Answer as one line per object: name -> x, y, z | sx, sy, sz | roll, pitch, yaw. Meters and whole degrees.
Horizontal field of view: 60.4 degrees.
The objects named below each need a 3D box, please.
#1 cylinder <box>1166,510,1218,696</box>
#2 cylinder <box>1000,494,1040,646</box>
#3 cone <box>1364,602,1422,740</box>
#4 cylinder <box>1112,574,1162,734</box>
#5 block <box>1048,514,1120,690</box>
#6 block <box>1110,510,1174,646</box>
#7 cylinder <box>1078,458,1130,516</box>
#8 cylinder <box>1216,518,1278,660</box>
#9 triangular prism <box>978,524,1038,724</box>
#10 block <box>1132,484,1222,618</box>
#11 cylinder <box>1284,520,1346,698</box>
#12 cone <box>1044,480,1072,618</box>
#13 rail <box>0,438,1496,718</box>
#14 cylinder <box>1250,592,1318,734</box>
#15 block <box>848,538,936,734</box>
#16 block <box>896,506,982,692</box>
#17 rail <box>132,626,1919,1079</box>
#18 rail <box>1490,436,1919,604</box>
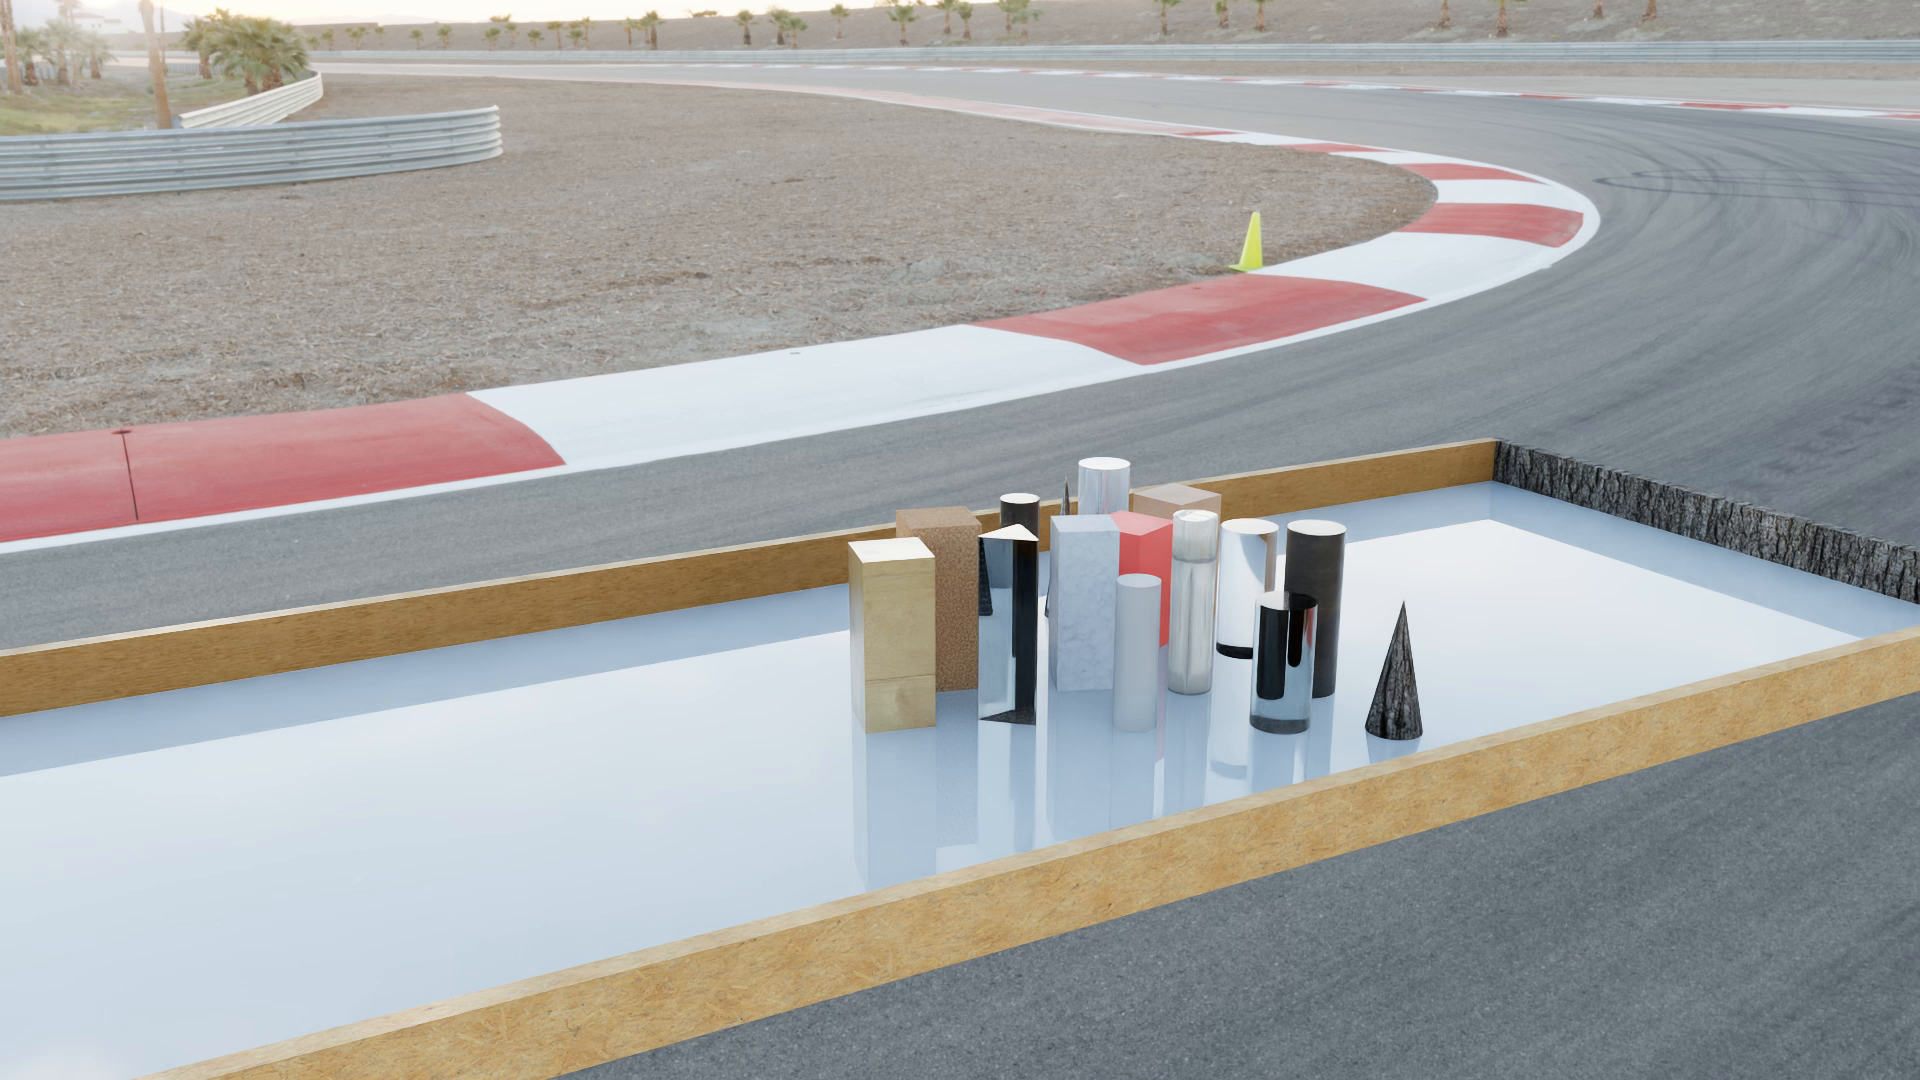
cylinder -> 0.569, 0.154, 4.042 | 0.107, 0.445, 0.107 | 0, 16, 0
cylinder -> 0.156, 0.086, 4.346 | 0.103, 0.405, 0.103 | 0, 16, 0
cone -> 1.013, 0.287, 3.806 | 0.132, 0.323, 0.132 | 0, 16, 0
cylinder -> 0.410, 0.263, 3.828 | 0.104, 0.356, 0.104 | 0, 16, 0
block -> 0.306, 0.155, 4.103 | 0.147, 0.409, 0.147 | -1, 16, -5
block -> 0.447, 0.115, 4.373 | 0.177, 0.334, 0.177 | 13, 21, 37
cylinder -> 0.420, -0.046, 4.853 | 0.149, 0.370, 0.149 | 0, 16, 0
cylinder -> 0.751, 0.127, 4.318 | 0.146, 0.340, 0.146 | 0, 16, 0
triangular prism -> 0.124, 0.196, 3.885 | 0.140, 0.452, 0.121 | 4, 17, 13
block -> 0.597, 0.044, 4.576 | 0.170, 0.355, 0.170 | -15, 22, -41
cylinder -> 0.862, 0.169, 4.045 | 0.140, 0.415, 0.140 | 0, 16, 0
cone -> 0.292, 0.013, 4.587 | 0.111, 0.409, 0.111 | 0, 16, 0
rail -> -3.305, 0.497, 3.399 | 12.000, 0.150, 0.050 | -9, 18, -27
cylinder -> 0.753, 0.286, 3.845 | 0.142, 0.303, 0.142 | 0, 16, 0
block -> -0.160, 0.221, 3.865 | 0.168, 0.416, 0.168 | -4, 17, -14
block -> -0.053, 0.147, 4.103 | 0.177, 0.424, 0.177 | -4, 17, -13
rail -> -2.336, 1.006, 1.665 | 12.000, 0.150, 0.050 | -9, 18, -27
rail -> 2.466, -0.048, 5.253 | 0.050, 0.150, 2.100 | -9, 18, -27
